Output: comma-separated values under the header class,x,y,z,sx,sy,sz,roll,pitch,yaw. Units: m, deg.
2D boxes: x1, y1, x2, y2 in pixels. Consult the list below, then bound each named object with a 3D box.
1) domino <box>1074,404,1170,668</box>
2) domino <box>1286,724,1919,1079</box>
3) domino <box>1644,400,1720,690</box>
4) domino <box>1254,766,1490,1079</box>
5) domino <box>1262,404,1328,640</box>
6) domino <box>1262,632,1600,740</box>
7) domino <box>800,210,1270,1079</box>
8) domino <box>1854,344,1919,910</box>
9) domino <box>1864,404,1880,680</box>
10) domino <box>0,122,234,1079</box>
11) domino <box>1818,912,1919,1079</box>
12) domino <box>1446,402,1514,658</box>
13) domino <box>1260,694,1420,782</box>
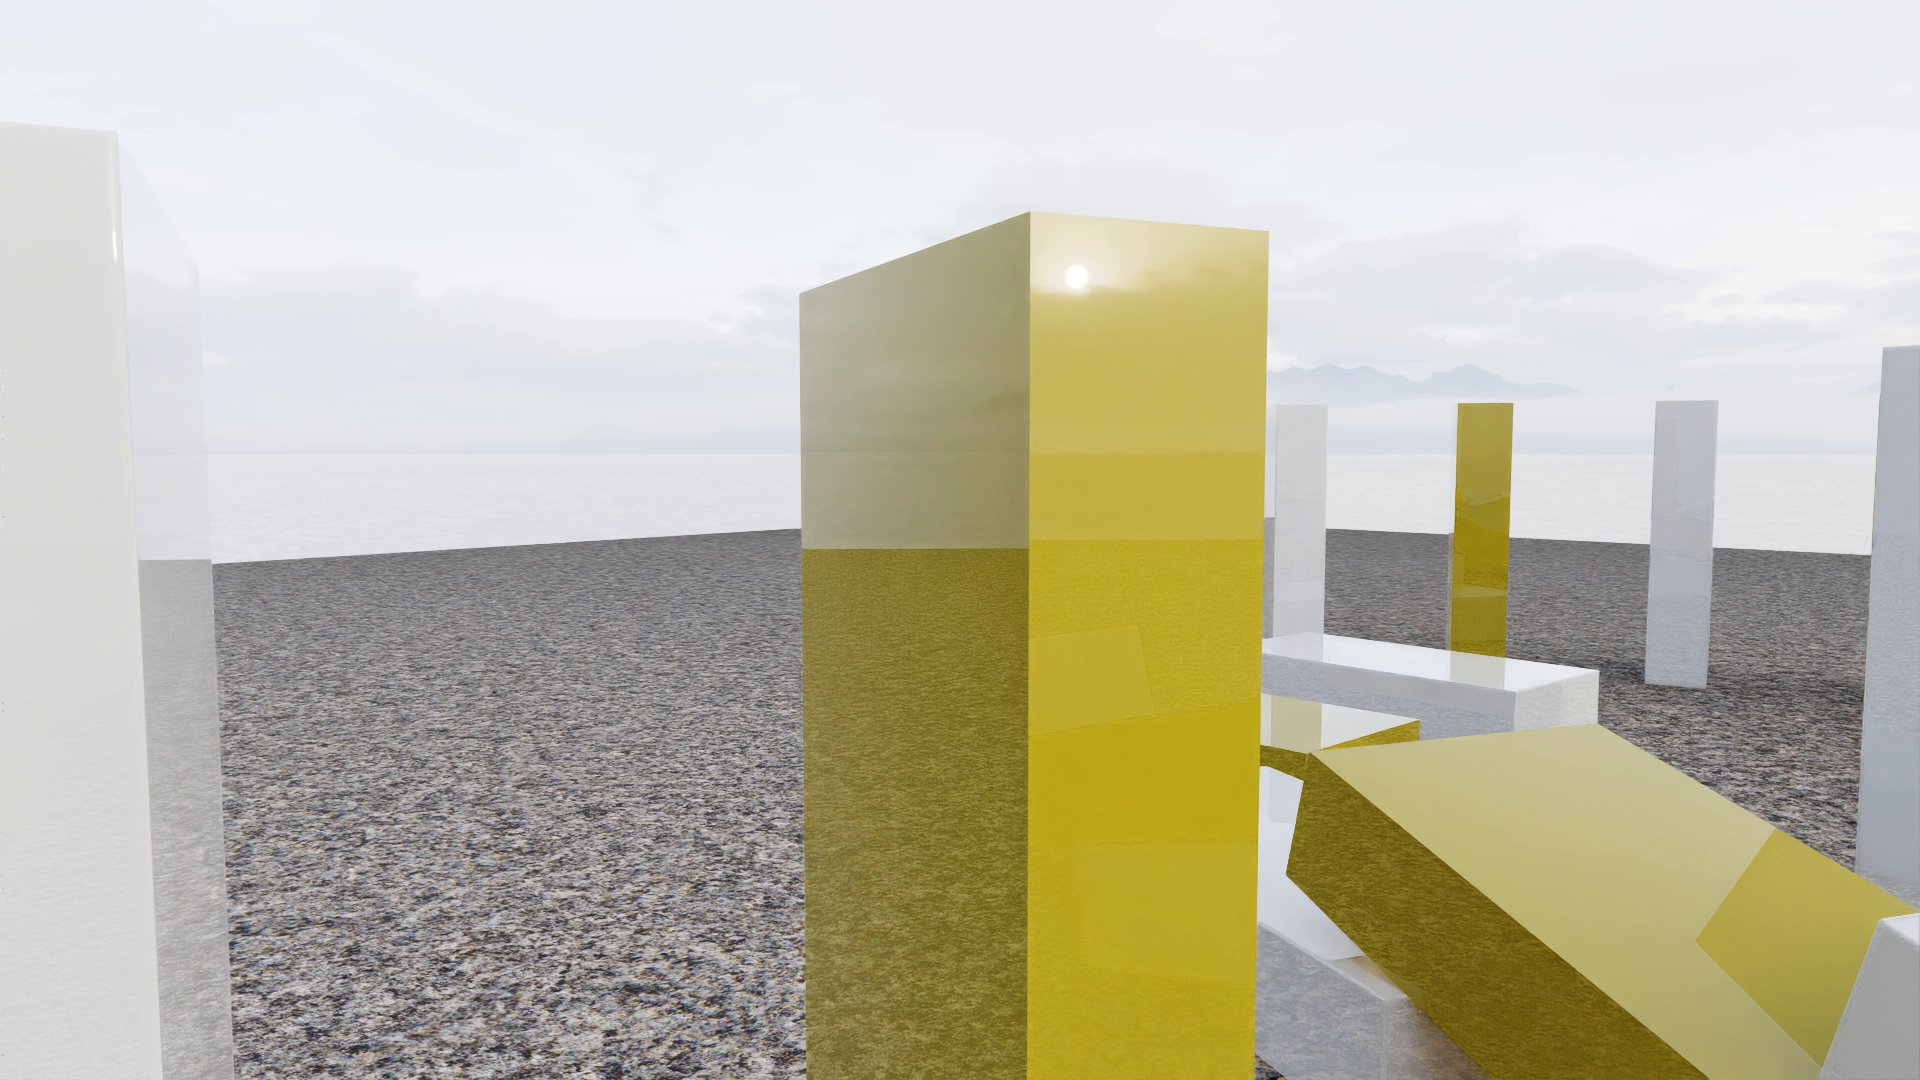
class,x,y,z,sx,sy,sz,roll,pitch,yaw
domino,0.032,-0.002,0.255,0.010,0.050,0.025,-1,4,-15
domino,0.043,0.026,0.069,0.025,0.009,0.050,-2,20,-20
domino,0.132,0.000,0.234,0.010,0.050,0.025,3,5,31
domino,0.028,0.030,0.104,0.025,0.010,0.050,-2,5,-20
domino,0.066,-0.002,0.257,0.009,0.050,0.025,1,4,7
domino,0.068,0.023,0.199,0.025,0.010,0.050,-4,6,-40
domino,0.001,0.013,0.057,0.010,0.050,0.025,-2,5,-24
domino,0.081,0.011,0.092,0.009,0.050,0.025,-2,5,-24
domino,0.160,0.002,0.213,0.025,0.050,0.010,-4,6,-45
domino,-0.030,0.014,0.042,0.009,0.050,0.025,-2,5,-27
domino,0.057,0.028,0.037,0.025,0.009,0.050,-1,20,-18
domino,0.100,-0.001,0.249,0.009,0.050,0.025,1,5,19
domino,0.029,0.026,0.164,0.025,0.010,0.050,-4,6,-43
